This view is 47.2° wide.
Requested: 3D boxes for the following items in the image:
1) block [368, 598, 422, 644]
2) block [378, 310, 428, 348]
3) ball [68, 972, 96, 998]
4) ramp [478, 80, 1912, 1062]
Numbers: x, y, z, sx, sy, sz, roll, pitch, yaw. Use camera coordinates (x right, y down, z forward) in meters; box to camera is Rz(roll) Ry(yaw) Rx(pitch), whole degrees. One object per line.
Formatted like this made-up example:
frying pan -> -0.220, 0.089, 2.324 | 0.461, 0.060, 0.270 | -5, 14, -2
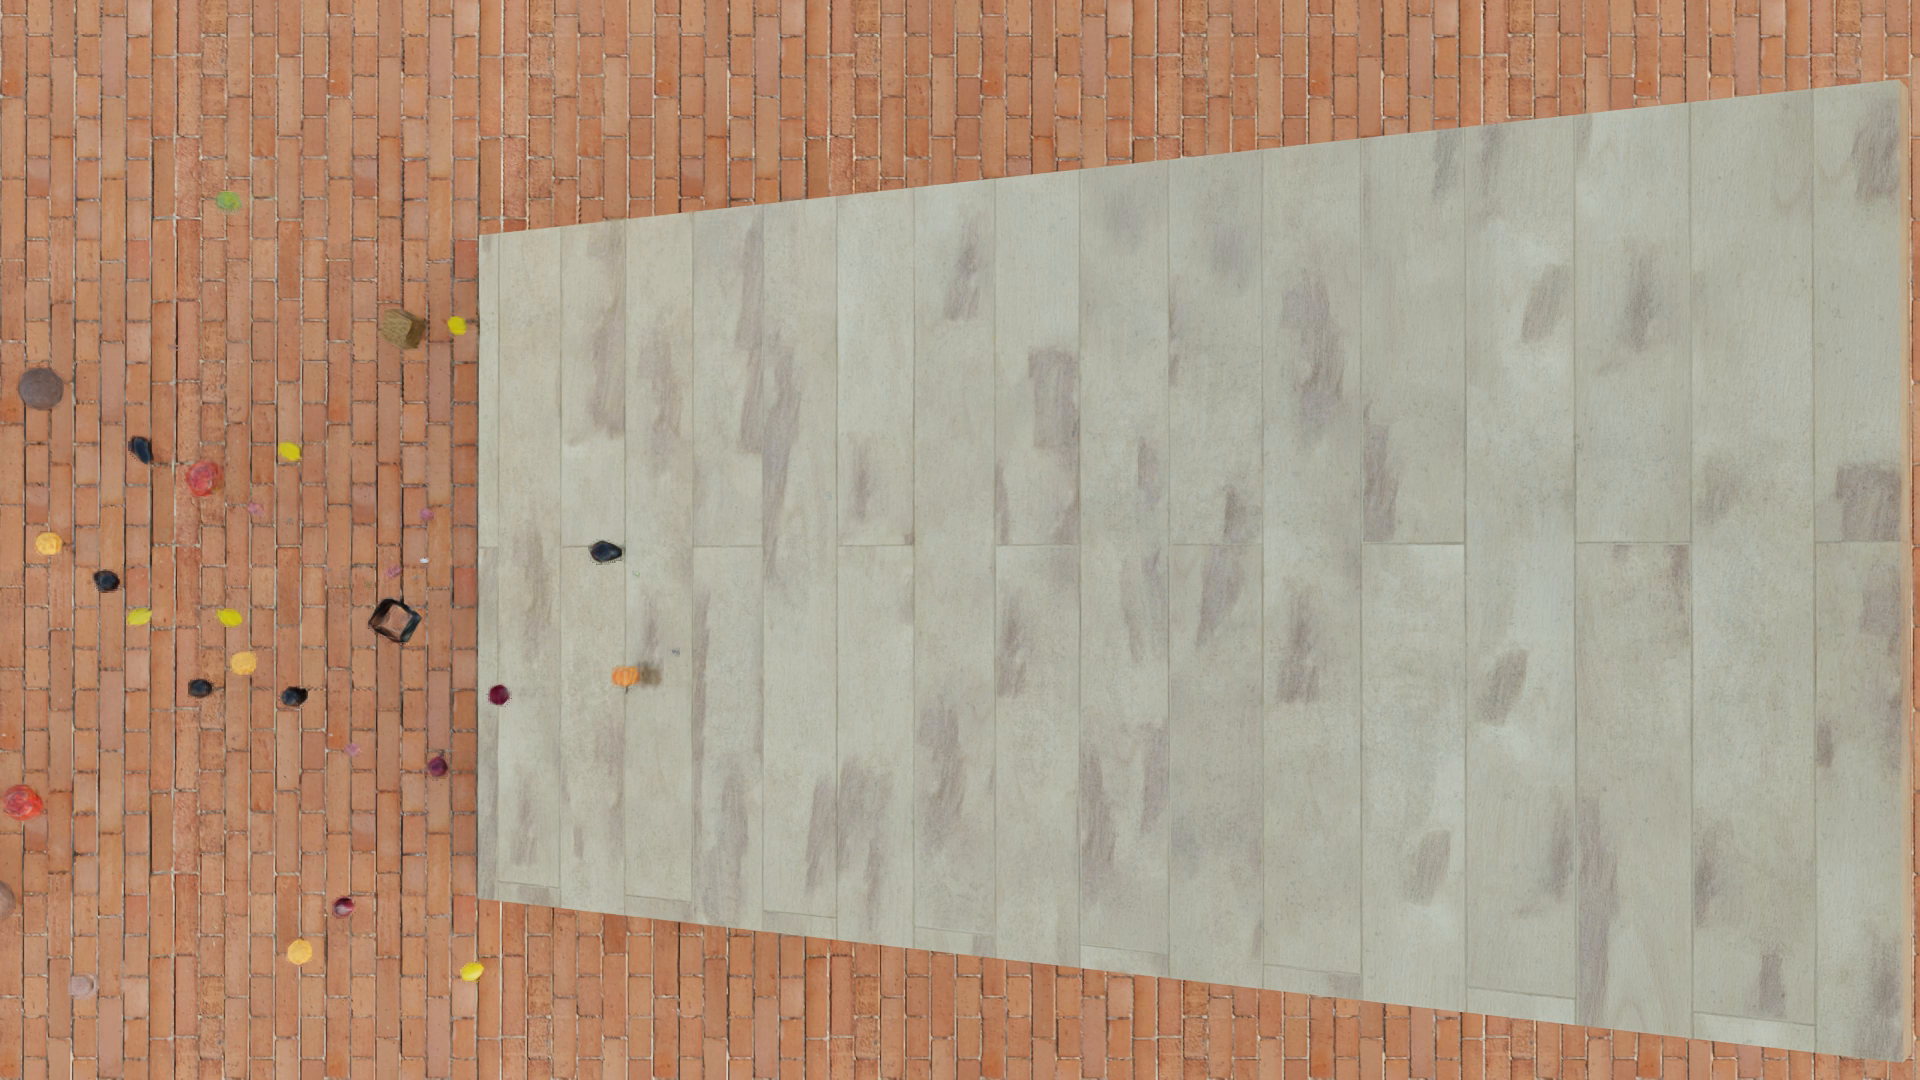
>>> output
block -> -1.704, 0.244, 6.629 | 0.095, 0.095, 0.095 | 45, 61, -38
block -> -1.689, -0.640, 6.663 | 0.090, 0.090, 0.090 | 25, 101, 11
ball -> -2.662, 1.350, 6.669 | 0.075, 0.075, 0.075 | 0, 90, 0
ramp -> 0.258, 0.071, 5.595 | 4.000, 0.100, 2.000 | 0, 89, 33
